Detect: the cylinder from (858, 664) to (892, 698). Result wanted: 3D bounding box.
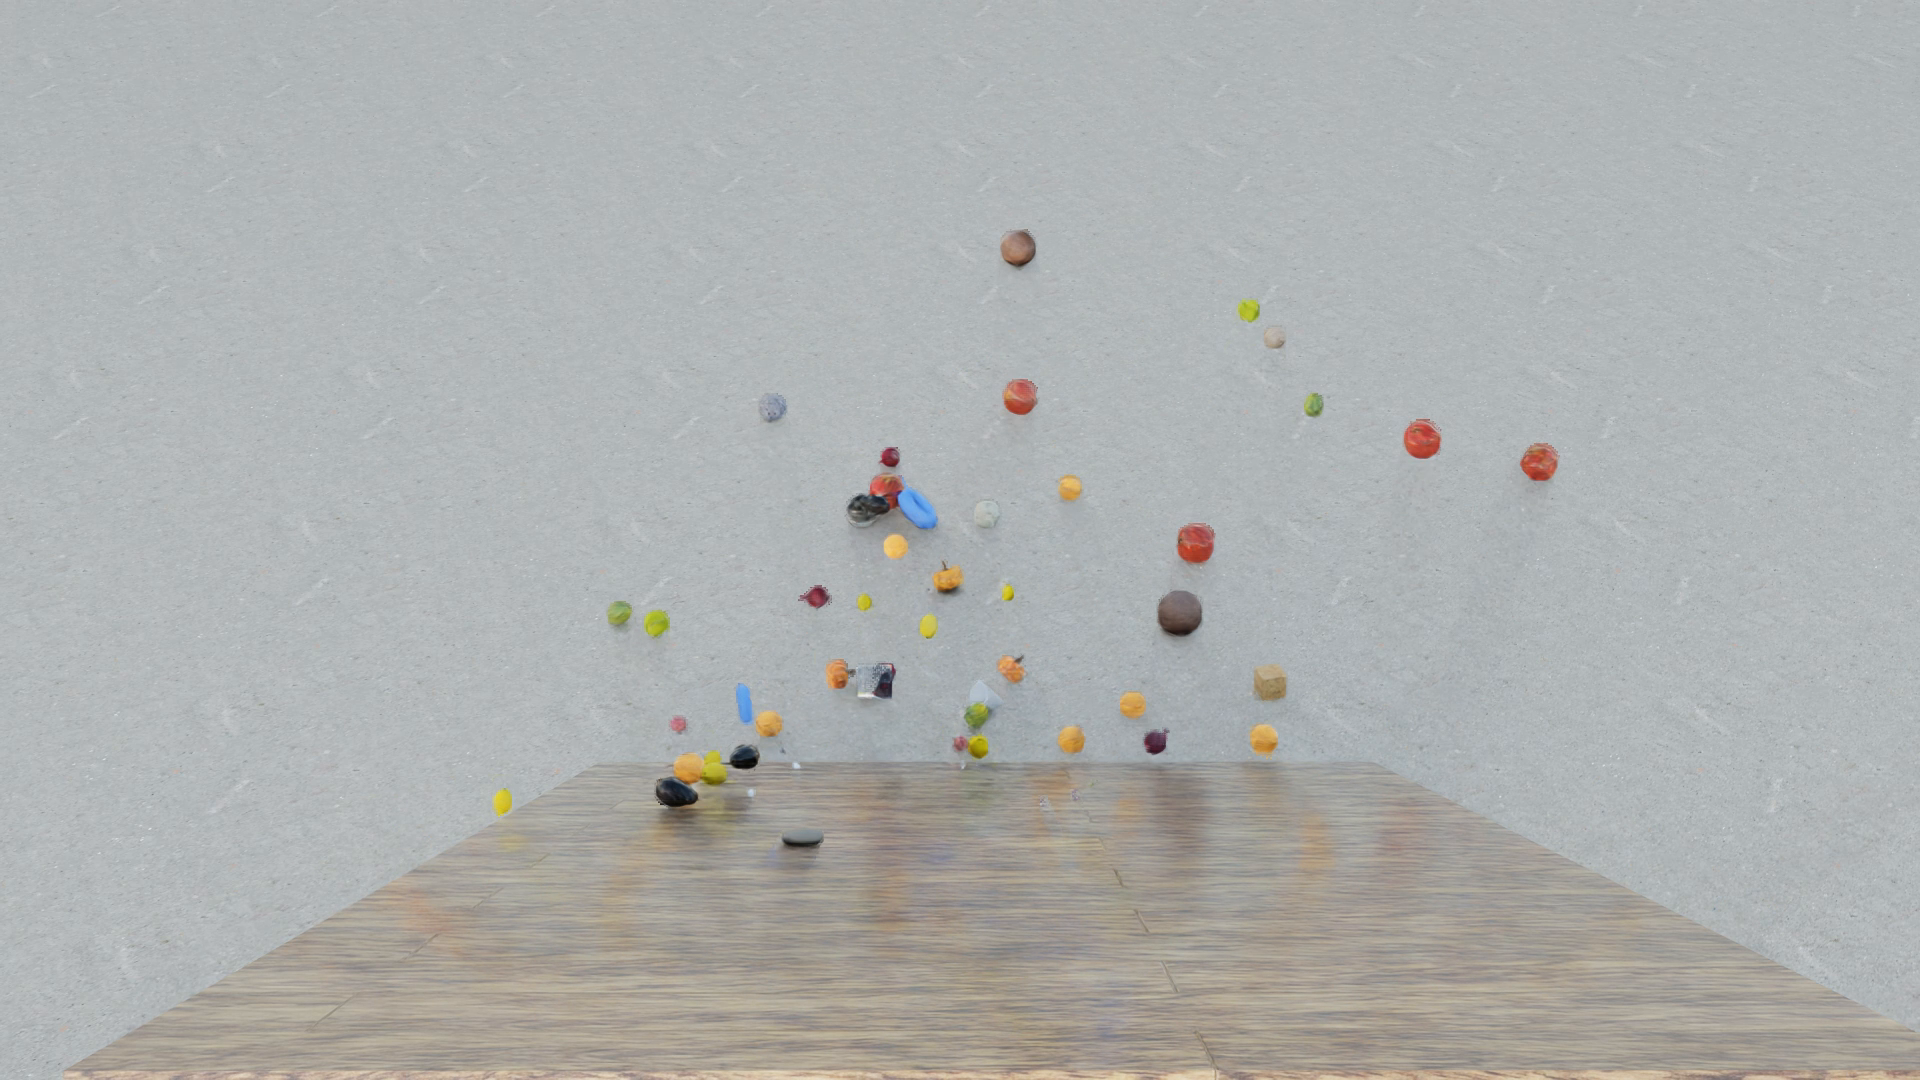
[{"bbox_3d":[-0.233,0.384,7.057,0.092,0.092,0.092,2,31,-2],"label":"cylinder"}]

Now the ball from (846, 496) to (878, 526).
[{"bbox_3d":[-0.296,-0.088,7.861,0.096,0.096,0.096,0,31,0],"label":"ball"}]

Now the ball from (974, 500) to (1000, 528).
[{"bbox_3d":[0.082,-0.078,7.860,0.081,0.081,0.081,0,31,0],"label":"ball"}]

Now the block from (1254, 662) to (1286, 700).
[{"bbox_3d":[0.849,0.388,7.094,0.068,0.068,0.068,-9,32,-14],"label":"block"}]

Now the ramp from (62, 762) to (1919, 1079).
[{"bbox_3d":[0.069,0.612,4.684,2.000,0.100,4.000,0,0,0],"label":"ramp"}]

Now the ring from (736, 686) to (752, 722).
[{"bbox_3d":[-0.551,0.419,6.612,0.032,0.097,0.097,-6,31,-7],"label":"ring"}]

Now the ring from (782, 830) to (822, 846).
[{"bbox_3d":[-0.292,0.550,4.786,0.075,0.025,0.075,1,-2,0],"label":"ring"}]

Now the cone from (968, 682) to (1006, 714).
[{"bbox_3d":[0.087,0.436,7.037,0.090,0.090,0.090,13,22,-31],"label":"cone"}]

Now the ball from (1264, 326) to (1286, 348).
[{"bbox_3d":[1.082,-0.695,8.893,0.078,0.078,0.078,0,31,0],"label":"ball"}]

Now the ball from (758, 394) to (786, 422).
[{"bbox_3d":[-0.614,-0.430,8.439,0.088,0.088,0.088,0,31,0],"label":"ball"}]

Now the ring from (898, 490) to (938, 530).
[{"bbox_3d":[-0.129,-0.092,7.850,0.145,0.048,0.145,40,20,-18],"label":"ring"}]
